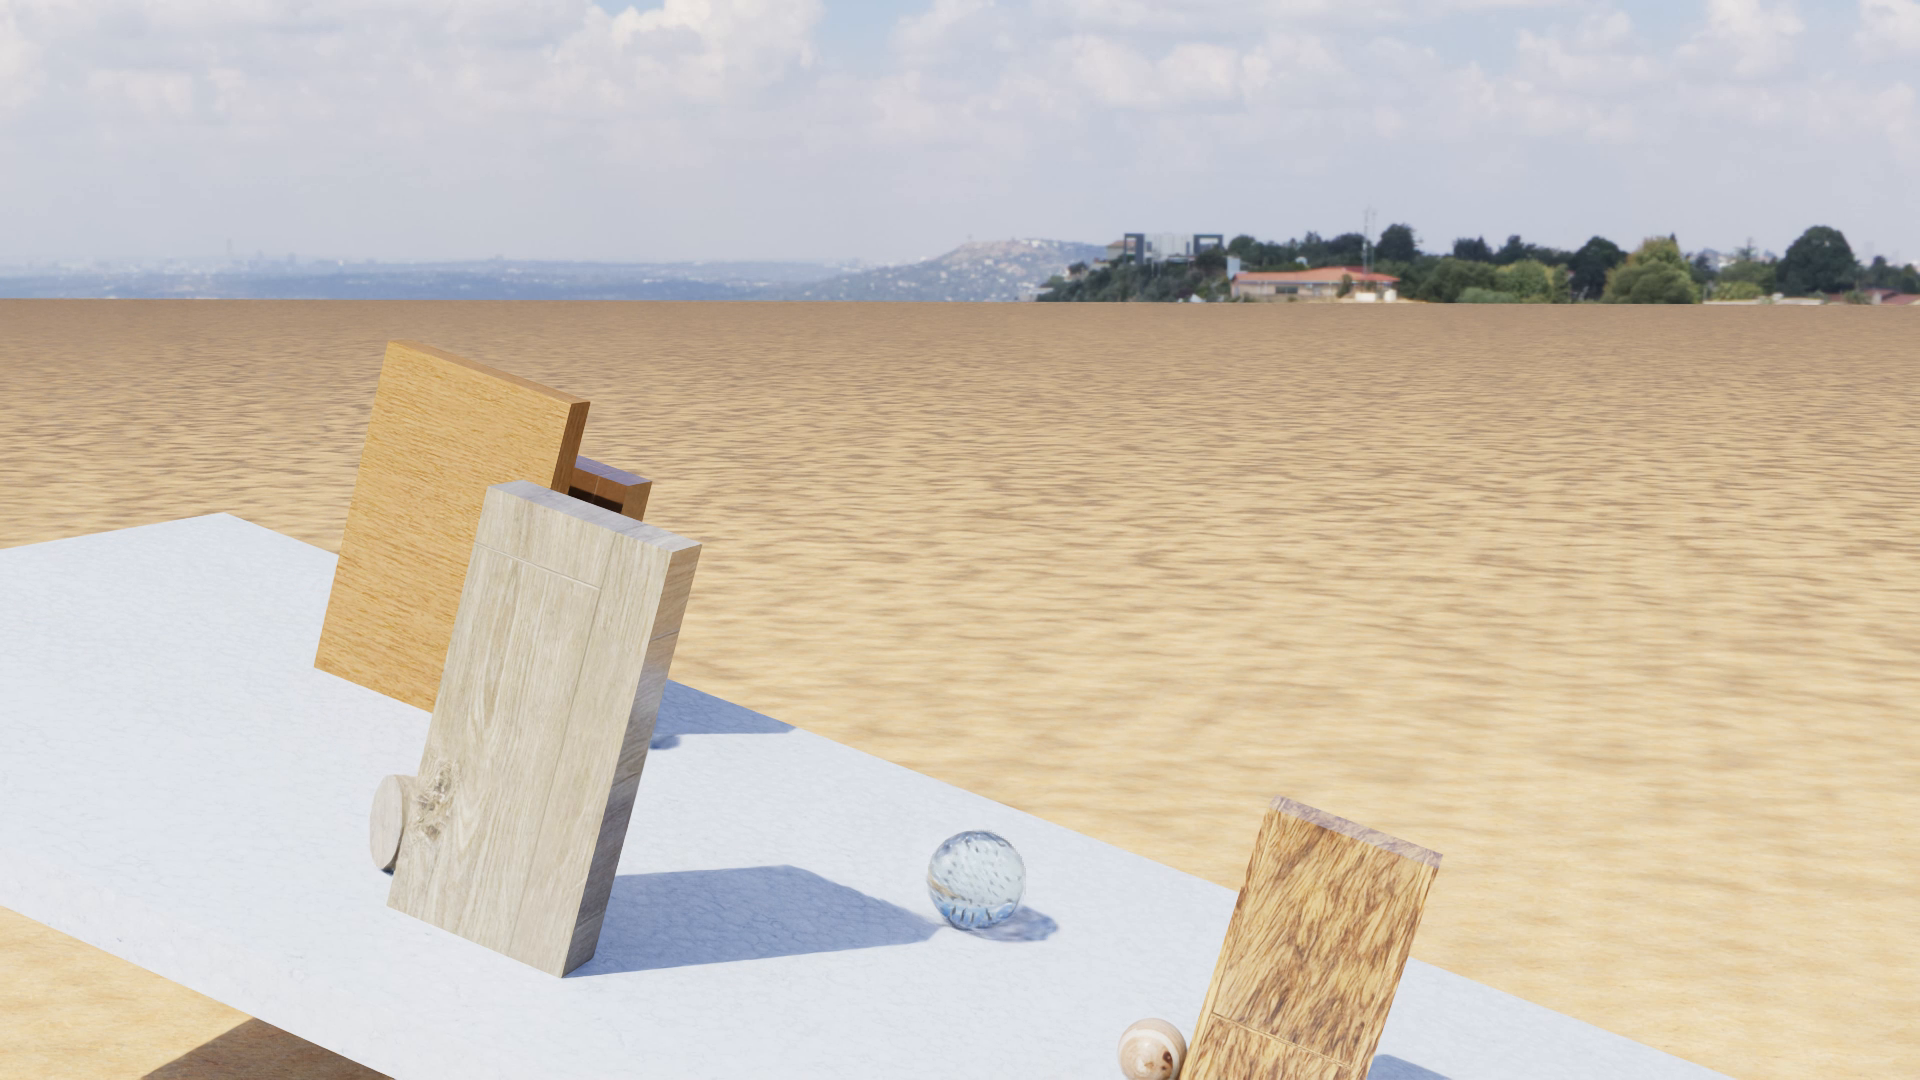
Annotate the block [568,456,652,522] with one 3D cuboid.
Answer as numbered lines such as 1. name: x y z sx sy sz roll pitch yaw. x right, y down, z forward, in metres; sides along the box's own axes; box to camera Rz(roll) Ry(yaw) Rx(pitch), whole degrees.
1. block: -0.951 0.065 4.973 0.373 0.530 0.127 19 12 14

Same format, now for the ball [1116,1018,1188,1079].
1. ball: 0.334 0.893 3.821 0.123 0.123 0.123 0 7 0

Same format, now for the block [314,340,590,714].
1. block: -1.077 -0.007 4.638 0.436 0.730 0.088 19 12 14

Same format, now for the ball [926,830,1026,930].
1. ball: 0.031 0.665 4.313 0.193 0.193 0.193 0 7 0

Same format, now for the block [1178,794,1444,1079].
1. block: 0.580 0.751 3.709 0.292 0.569 0.096 19 12 14

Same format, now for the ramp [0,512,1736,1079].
1. ramp: -0.372 0.721 4.236 4.000 0.100 2.000 19 12 14

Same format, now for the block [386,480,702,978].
1. block: -0.690 0.309 3.627 0.336 0.743 0.118 19 12 14

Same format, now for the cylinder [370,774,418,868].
1. cylinder: -0.929 0.498 3.858 0.162 0.162 0.162 9 1 -33
